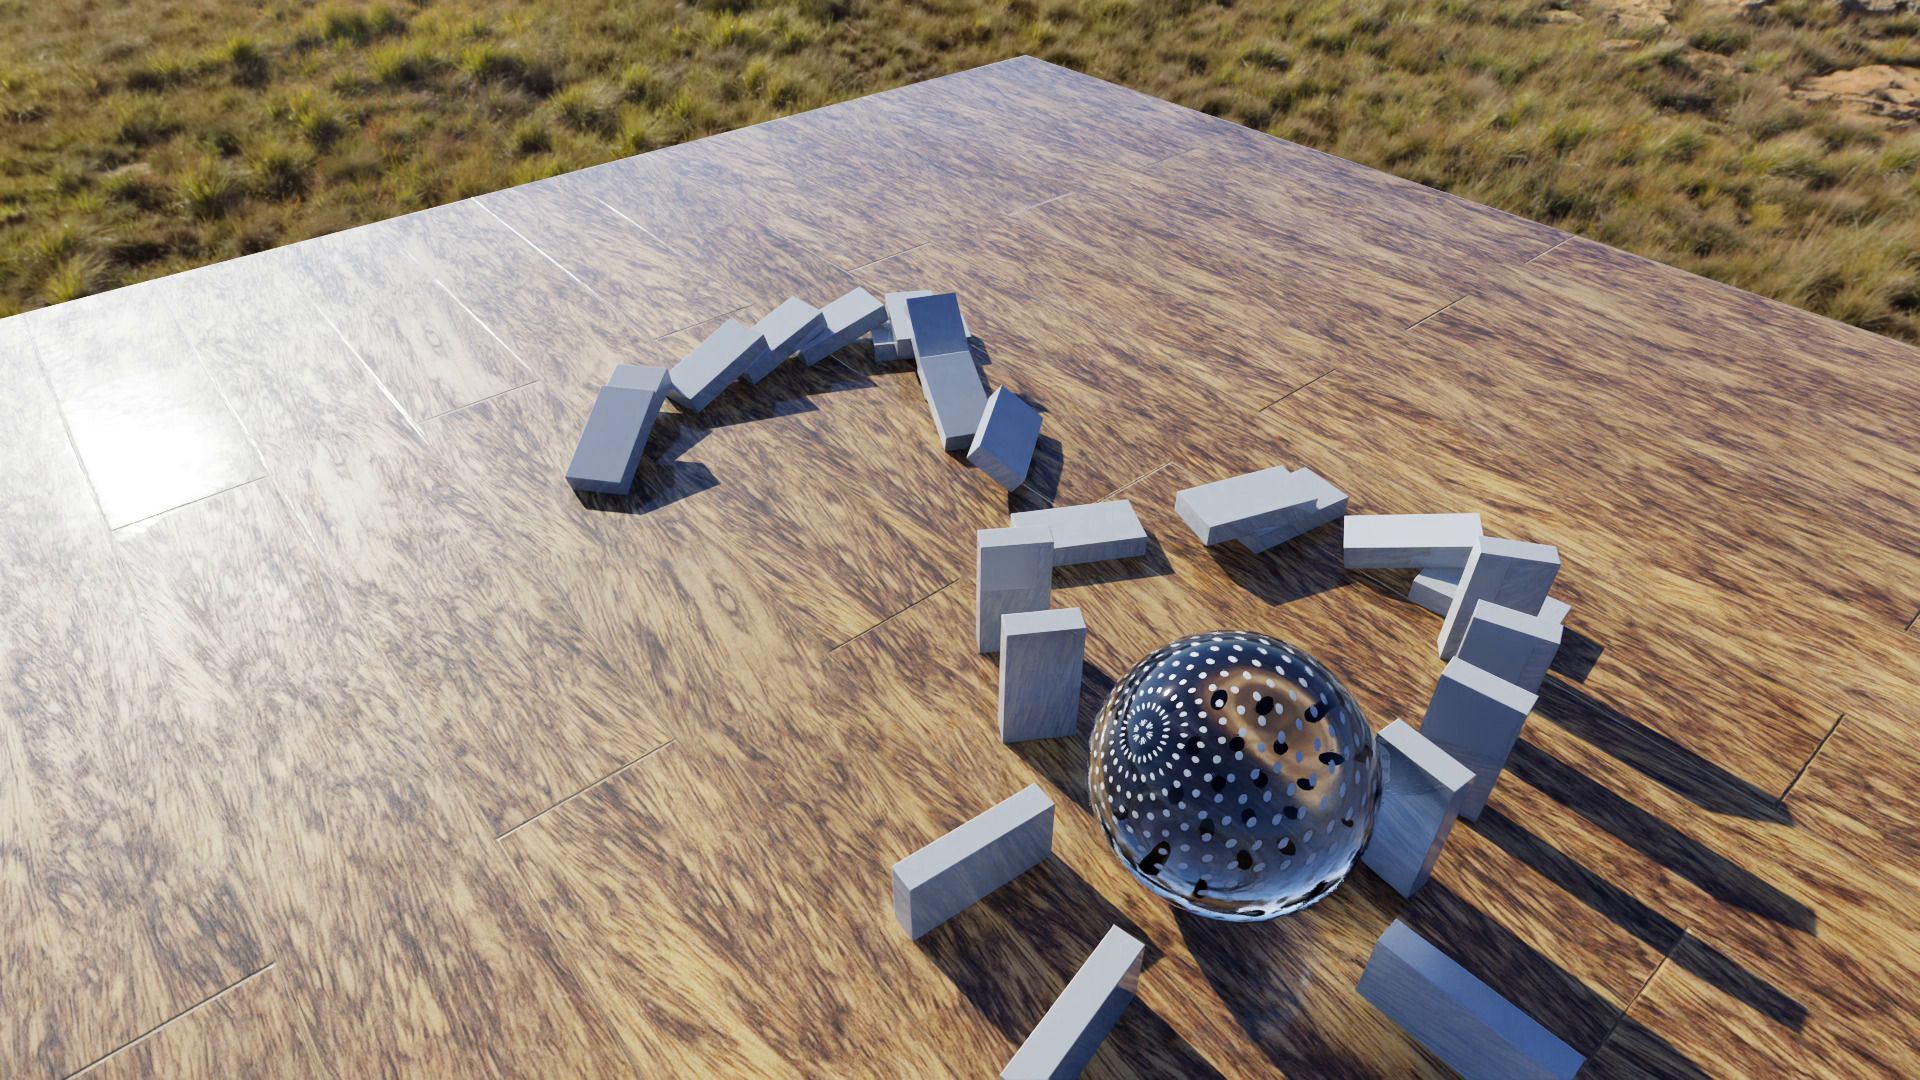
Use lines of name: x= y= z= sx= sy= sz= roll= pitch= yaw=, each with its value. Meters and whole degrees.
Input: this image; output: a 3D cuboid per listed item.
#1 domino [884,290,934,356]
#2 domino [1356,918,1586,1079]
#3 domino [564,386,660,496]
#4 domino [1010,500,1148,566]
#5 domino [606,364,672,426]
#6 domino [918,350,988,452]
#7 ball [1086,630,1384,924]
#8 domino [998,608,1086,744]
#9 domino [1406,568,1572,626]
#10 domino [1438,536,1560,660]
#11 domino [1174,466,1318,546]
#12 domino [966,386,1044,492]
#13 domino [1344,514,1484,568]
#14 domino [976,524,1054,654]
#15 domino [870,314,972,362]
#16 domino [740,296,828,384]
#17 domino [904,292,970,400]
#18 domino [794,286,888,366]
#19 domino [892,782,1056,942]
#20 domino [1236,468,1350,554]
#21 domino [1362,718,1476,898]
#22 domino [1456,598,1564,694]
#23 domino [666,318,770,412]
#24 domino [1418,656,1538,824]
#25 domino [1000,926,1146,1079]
domino: x=-0.023 y=-0.112 z=0.565 sx=0.025 sy=0.009 sz=0.050 roll=-6 pitch=40 yaw=-8
domino: x=0.128 y=0.123 z=0.281 sx=0.010 sy=0.025 sz=0.050 roll=-30 pitch=48 yaw=-31
domino: x=-0.152 y=-0.044 z=0.484 sx=0.025 sy=0.010 sz=0.050 roll=6 pitch=60 yaw=7
domino: x=0.048 y=-0.002 z=0.446 sx=0.050 sy=0.010 sz=0.025 roll=-7 pitch=40 yaw=-9
domino: x=-0.154 y=-0.060 z=0.509 sx=0.025 sy=0.010 sz=0.050 roll=5 pitch=51 yaw=6
domino: x=-0.001 y=-0.065 z=0.512 sx=0.025 sy=0.010 sz=0.050 roll=-10 pitch=57 yaw=-12
ball: x=0.076 y=0.065 z=0.308 sx=0.080 sy=0.080 sz=0.080 roll=0 pitch=39 yaw=0
domino: x=0.026 y=0.045 z=0.357 sx=0.025 sy=0.050 sz=0.009 roll=-5 pitch=40 yaw=-6
domino: x=0.199 y=0.024 z=0.415 sx=0.050 sy=0.009 sz=0.025 roll=29 pitch=48 yaw=31
domino: x=0.187 y=0.023 z=0.384 sx=0.025 sy=0.050 sz=0.009 roll=9 pitch=40 yaw=11
domino: x=0.116 y=-0.014 z=0.446 sx=0.050 sy=0.010 sz=0.025 roll=-14 pitch=41 yaw=-17
domino: x=0.021 y=-0.046 z=0.489 sx=0.025 sy=0.009 sz=0.050 roll=37 pitch=39 yaw=-15
domino: x=0.177 y=0.000 z=0.432 sx=0.050 sy=0.010 sz=0.025 roll=-1 pitch=31 yaw=21
domino: x=0.019 y=0.018 z=0.390 sx=0.025 sy=0.050 sz=0.010 roll=-4 pitch=40 yaw=-5
domino: x=-0.021 y=-0.105 z=0.572 sx=0.050 sy=0.010 sz=0.025 roll=-7 pitch=40 yaw=-8
domino: x=-0.094 y=-0.101 z=0.556 sx=0.050 sy=0.009 sz=0.025 roll=-43 pitch=52 yaw=-19
domino: x=-0.010 y=-0.095 z=0.537 sx=0.025 sy=0.010 sz=0.050 roll=-10 pitch=77 yaw=-12
domino: x=-0.065 y=-0.111 z=0.569 sx=0.050 sy=0.010 sz=0.025 roll=-34 pitch=48 yaw=-15
domino: x=0.004 y=0.093 z=0.318 sx=0.050 sy=0.025 sz=0.009 roll=-24 pitch=45 yaw=-26
domino: x=0.134 y=-0.013 z=0.459 sx=0.050 sy=0.010 sz=0.025 roll=-21 pitch=44 yaw=-24
domino: x=0.127 y=0.078 z=0.316 sx=0.009 sy=0.050 sz=0.025 roll=-25 pitch=45 yaw=-27
domino: x=0.173 y=0.045 z=0.357 sx=0.025 sy=0.050 sz=0.009 roll=19 pitch=43 yaw=22
domino: x=-0.120 y=-0.085 z=0.537 sx=0.025 sy=0.009 sz=0.050 roll=28 pitch=64 yaw=30
domino: x=0.154 y=0.062 z=0.336 sx=0.025 sy=0.050 sz=0.009 roll=29 pitch=47 yaw=30
domino: x=0.029 y=0.125 z=0.279 sx=0.010 sy=0.025 sz=0.050 roll=27 pitch=46 yaw=29
